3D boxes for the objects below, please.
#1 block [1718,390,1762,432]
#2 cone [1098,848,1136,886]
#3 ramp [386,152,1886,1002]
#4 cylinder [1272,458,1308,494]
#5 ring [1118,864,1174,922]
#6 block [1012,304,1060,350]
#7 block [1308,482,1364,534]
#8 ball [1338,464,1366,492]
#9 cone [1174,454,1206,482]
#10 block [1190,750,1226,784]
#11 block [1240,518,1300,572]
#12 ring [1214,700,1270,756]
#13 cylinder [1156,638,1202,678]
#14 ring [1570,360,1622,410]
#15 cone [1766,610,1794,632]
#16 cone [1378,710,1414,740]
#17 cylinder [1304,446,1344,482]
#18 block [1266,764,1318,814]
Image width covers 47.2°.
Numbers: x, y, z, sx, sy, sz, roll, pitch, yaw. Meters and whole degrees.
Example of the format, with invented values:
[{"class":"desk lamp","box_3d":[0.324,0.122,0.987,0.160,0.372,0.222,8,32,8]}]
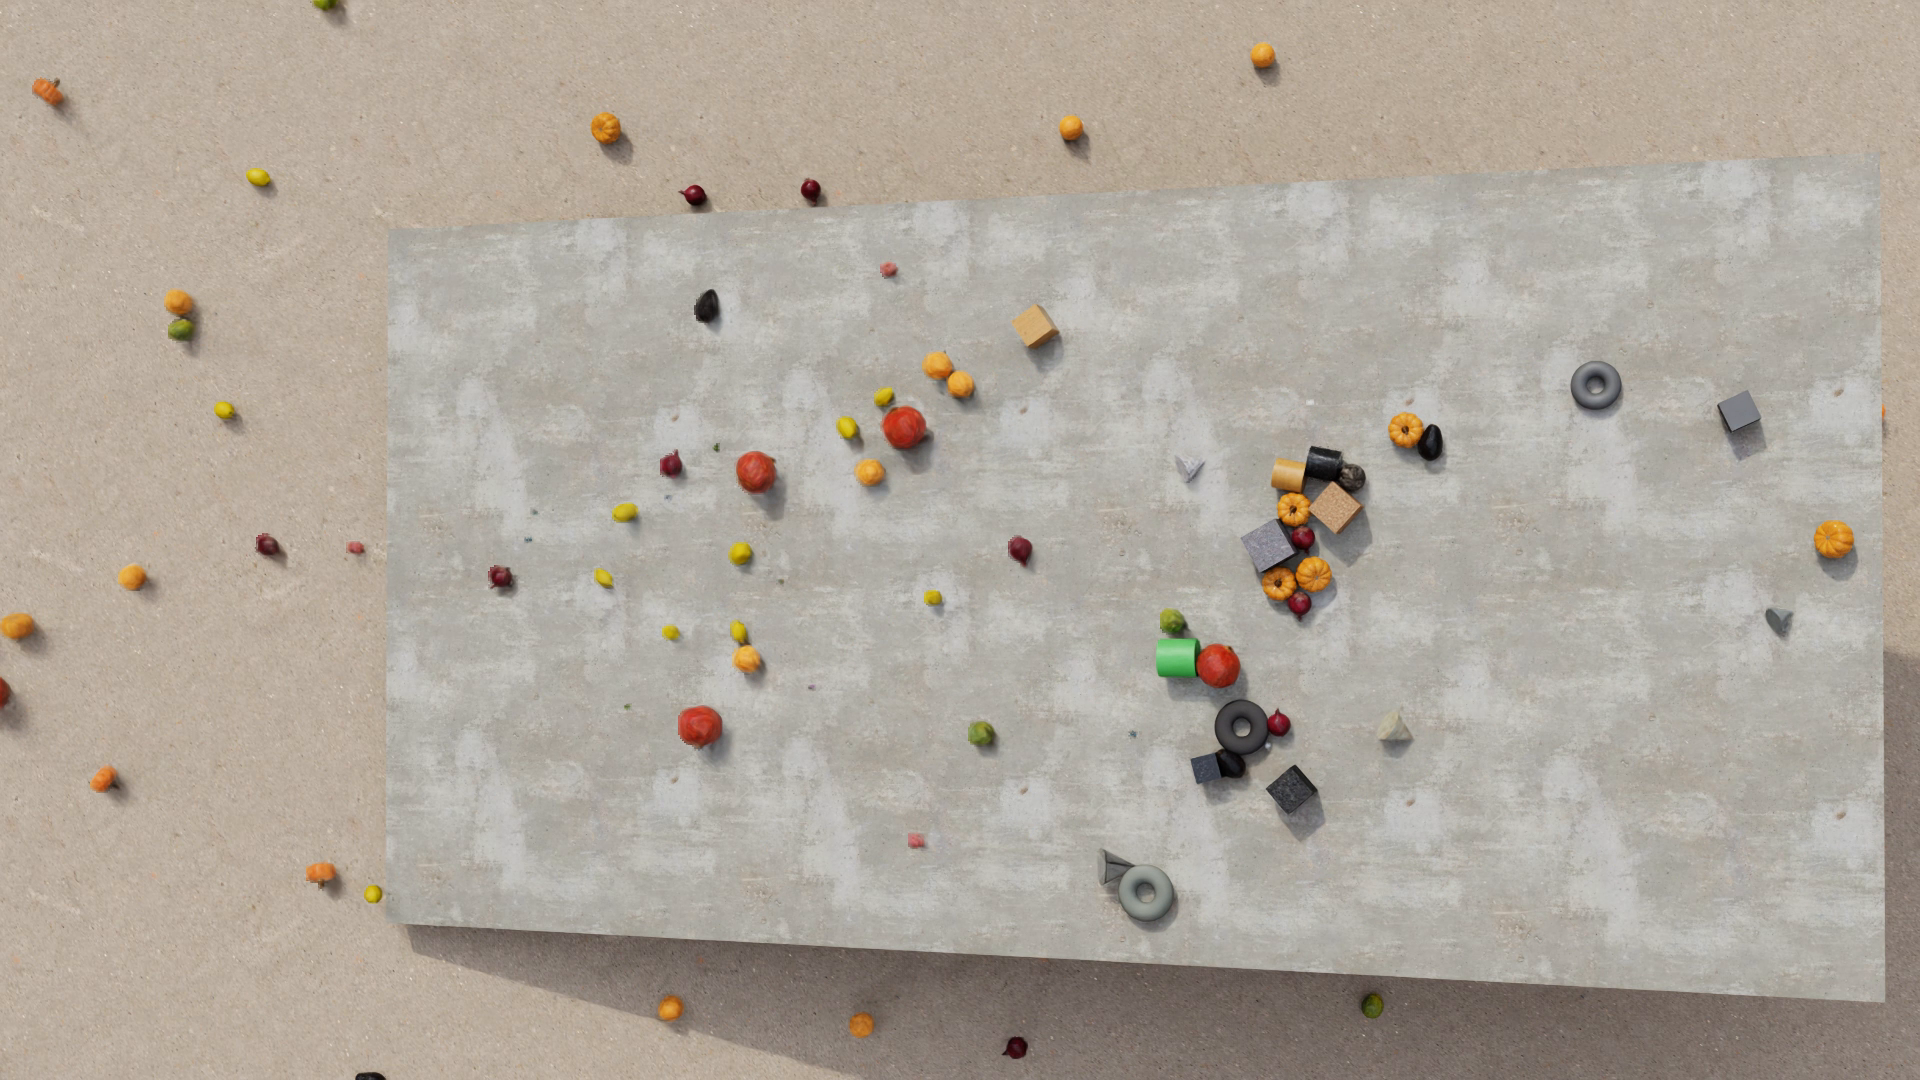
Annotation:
[{"class":"block","box_3d":[1.855,-0.306,5.237,0.073,0.073,0.073,-26,82,15]},{"class":"cone","box_3d":[0.413,0.843,5.678,0.096,0.096,0.096,1,89,-9]},{"class":"ramp","box_3d":[0.273,0.094,5.807,4.000,0.100,2.000,0,89,17]},{"class":"cylinder","box_3d":[0.832,-0.163,5.546,0.077,0.077,0.077,13,89,17]},{"class":"ring","box_3d":[0.478,0.907,5.654,0.147,0.049,0.147,0,89,21]},{"class":"block","box_3d":[0.197,-0.557,5.745,0.080,0.080,0.080,-35,80,14]},{"class":"block","box_3d":[0.942,-0.080,5.504,0.092,0.092,0.092,43,101,13]},{"class":"ball","box_3d":[0.981,-0.156,5.505,0.070,0.070,0.070,0,89,0]},{"class":"cone","box_3d":[0.601,-0.197,5.641,0.074,0.074,0.074,-22,89,-11]},{"class":"block","box_3d":[0.632,0.580,5.603,0.066,0.066,0.066,-16,85,16]},{"class":"block","box_3d":[0.783,0.015,5.547,0.100,0.100,0.100,-31,81,14]},{"class":"ring","box_3d":[0.716,0.476,5.588,0.141,0.047,0.141,-1,86,19]},{"class":"cylinder","box_3d":[0.558,0.301,5.613,0.098,0.098,0.098,-1,89,17]},{"class":"ring","box_3d":[1.547,-0.376,5.350,0.120,0.040,0.120,0,90,18]},{"class":"cone","box_3d":[1.958,0.181,5.223,0.059,0.059,0.059,-21,89,-11]},{"class":"cone","box_3d":[1.099,0.479,5.476,0.083,0.083,0.083,29,89,-12]},{"class":"cylinder","box_3d":[0.914,-0.191,5.521,0.078,0.078,0.078,12,89,17]},{"class":"block","box_3d":[0.834,0.627,5.530,0.085,0.085,0.085,-43,78,12]}]
